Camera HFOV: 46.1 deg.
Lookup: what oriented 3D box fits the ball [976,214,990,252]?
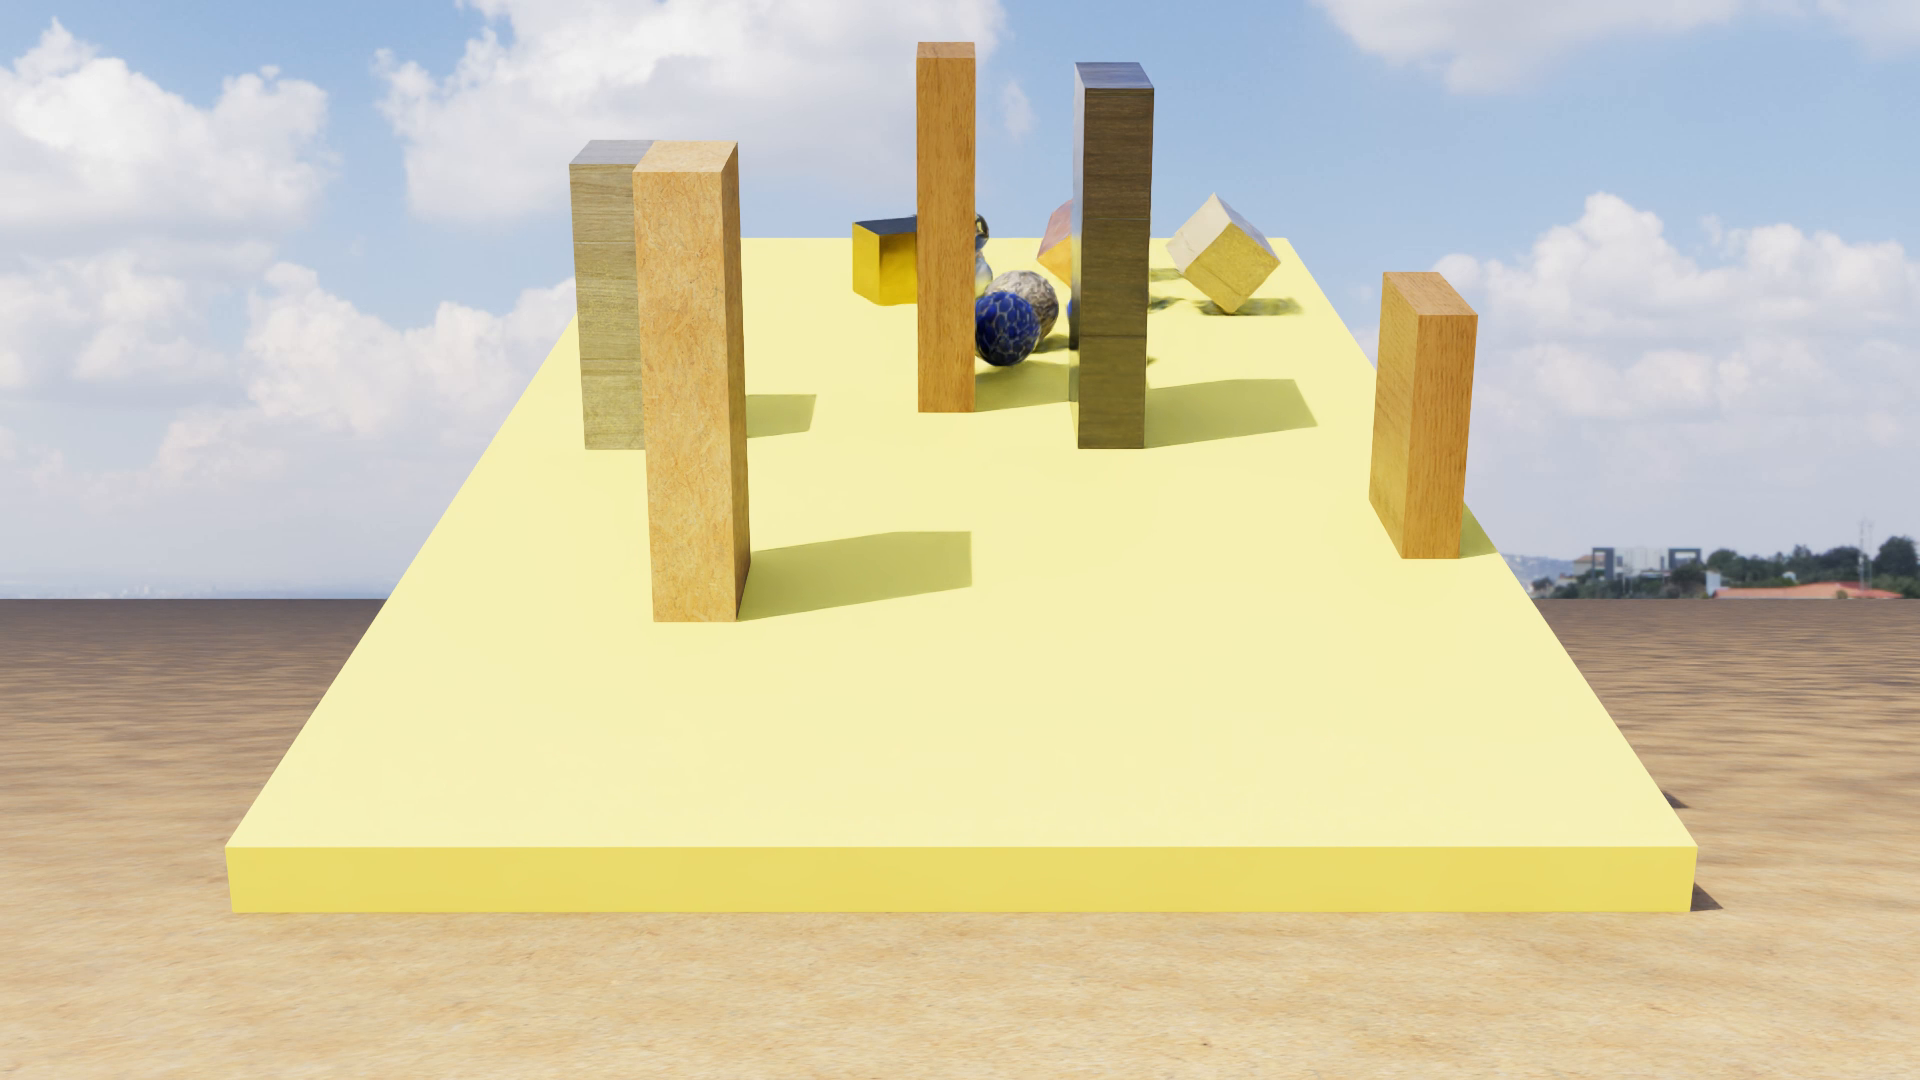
[{"bbox_3d":[0.020,-0.810,5.962,0.115,0.115,0.115,0,-1,0],"label":"ball"}]

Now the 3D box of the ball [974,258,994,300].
[{"bbox_3d":[0.033,-0.702,6.060,0.117,0.117,0.117,0,-1,0],"label":"ball"}]

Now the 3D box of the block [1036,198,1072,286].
[{"bbox_3d":[0.348,-0.789,5.955,0.185,0.185,0.185,36,-39,-21],"label":"block"}]

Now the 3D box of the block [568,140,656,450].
[{"bbox_3d":[-0.721,-0.527,4.825,0.148,0.607,0.300,0,19,0],"label":"block"}]

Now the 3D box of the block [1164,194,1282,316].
[{"bbox_3d":[0.689,-0.750,5.925,0.189,0.189,0.189,35,20,-26],"label":"block"}]

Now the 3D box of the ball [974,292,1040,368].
[{"bbox_3d":[0.101,-0.499,5.339,0.179,0.179,0.179,0,-1,0],"label":"ball"}]

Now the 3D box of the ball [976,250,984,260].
[{"bbox_3d":[0.002,-0.778,6.255,0.131,0.131,0.131,0,-1,0],"label":"ball"}]

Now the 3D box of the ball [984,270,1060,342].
[{"bbox_3d":[0.149,-0.574,5.586,0.191,0.191,0.191,0,-1,0],"label":"ball"}]

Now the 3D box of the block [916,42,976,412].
[{"bbox_3d":[-0.031,-0.700,5.054,0.127,0.783,0.278,0,19,0],"label":"block"}]

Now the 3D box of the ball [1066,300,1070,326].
[{"bbox_3d":[0.331,-0.568,5.656,0.134,0.134,0.134,0,-1,0],"label":"ball"}]

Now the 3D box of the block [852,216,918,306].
[{"bbox_3d":[-0.165,-0.752,6.090,0.192,0.192,0.192,-8,21,-22],"label":"block"}]

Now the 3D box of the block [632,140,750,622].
[{"bbox_3d":[-0.452,-0.272,3.860,0.141,0.770,0.300,0,19,0],"label":"block"}]

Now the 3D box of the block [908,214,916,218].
[{"bbox_3d":[-0.070,-0.846,6.425,0.146,0.146,0.146,8,21,22],"label":"block"}]

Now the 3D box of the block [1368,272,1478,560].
[{"bbox_3d":[0.864,-0.239,4.238,0.105,0.460,0.348,0,19,0],"label":"block"}]

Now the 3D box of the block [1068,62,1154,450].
[{"bbox_3d":[0.320,-0.616,4.853,0.140,0.759,0.394,0,19,0],"label":"block"}]

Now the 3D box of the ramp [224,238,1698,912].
[{"bbox_3d":[-0.005,-0.202,4.969,2.000,0.100,4.000,0,19,0],"label":"ramp"}]
